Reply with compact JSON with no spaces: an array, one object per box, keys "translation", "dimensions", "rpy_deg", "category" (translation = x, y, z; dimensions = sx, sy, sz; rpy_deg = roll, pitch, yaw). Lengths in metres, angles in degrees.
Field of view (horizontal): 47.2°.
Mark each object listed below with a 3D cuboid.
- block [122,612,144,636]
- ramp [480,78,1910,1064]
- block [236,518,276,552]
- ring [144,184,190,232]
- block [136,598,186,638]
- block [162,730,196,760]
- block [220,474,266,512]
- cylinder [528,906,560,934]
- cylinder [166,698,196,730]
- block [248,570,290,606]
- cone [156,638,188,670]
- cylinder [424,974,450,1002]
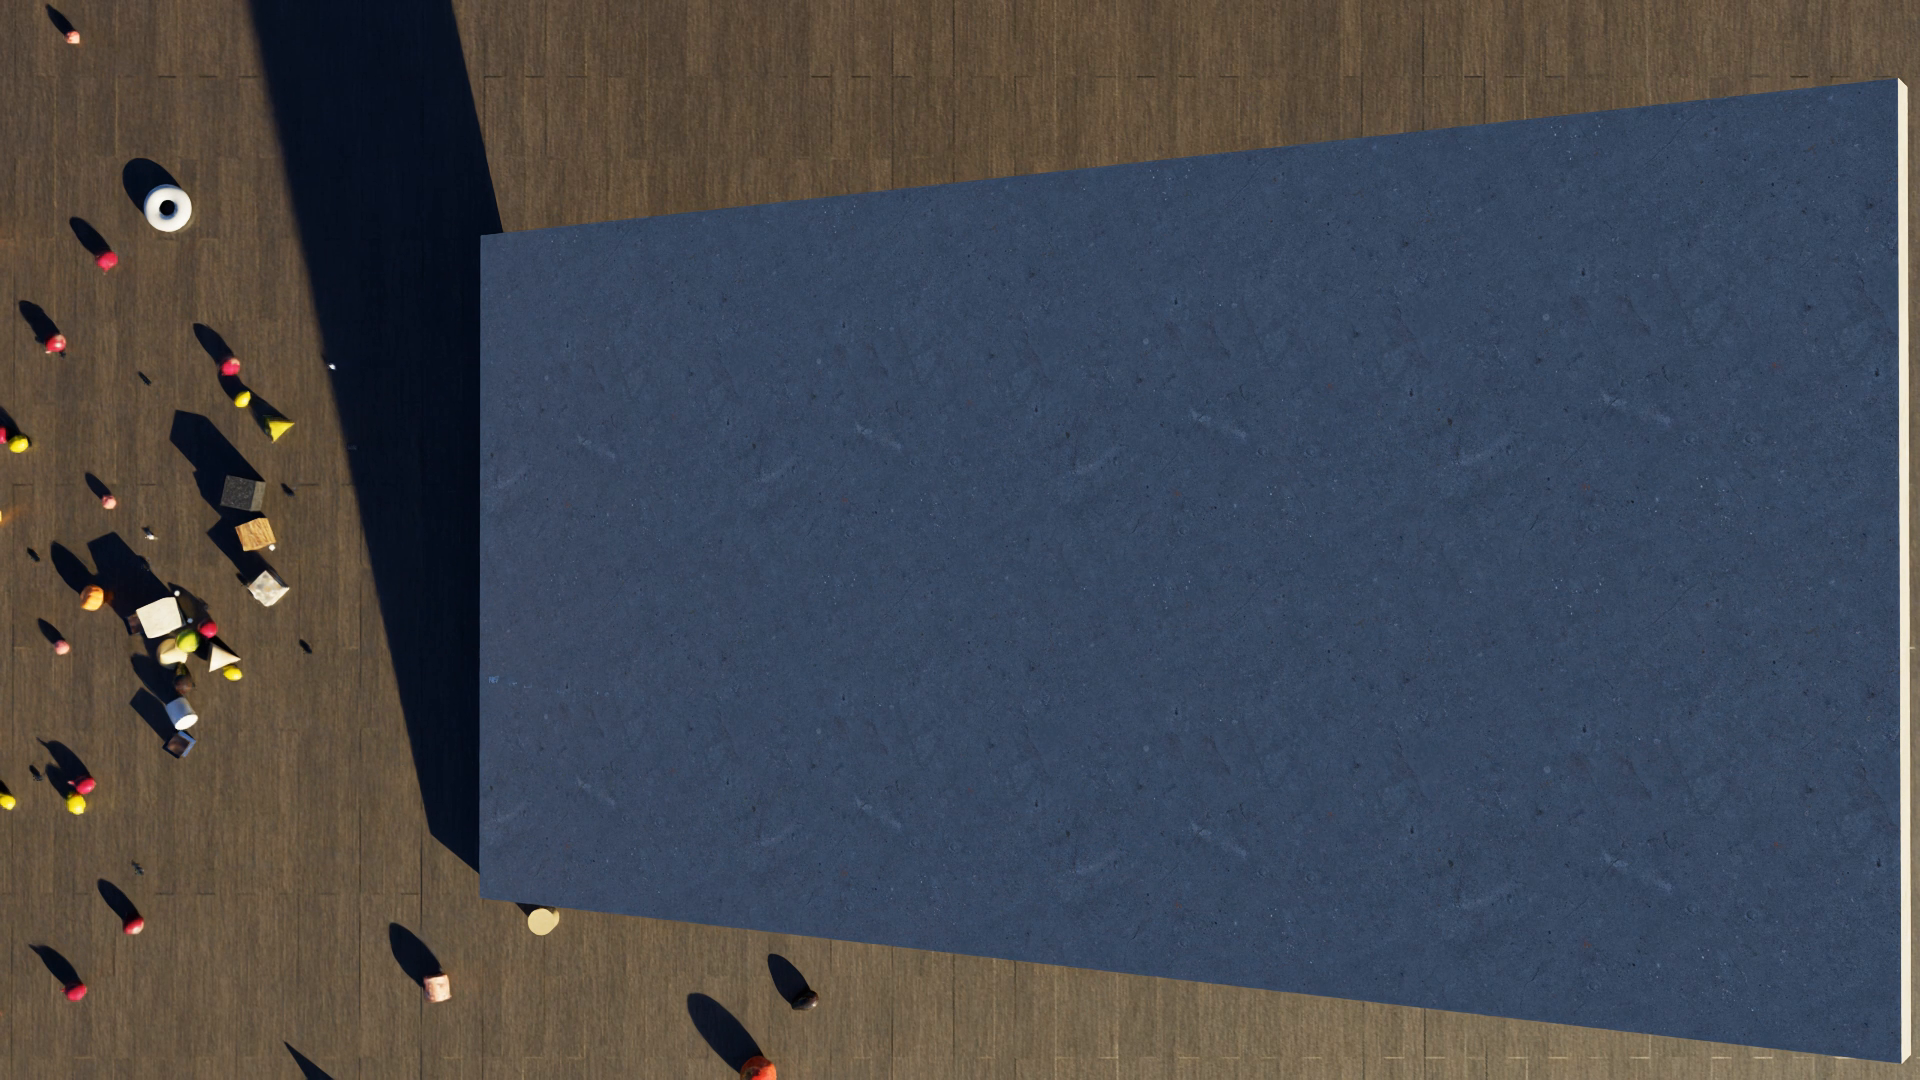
[{"translation":[-2.500,0.253,6.691],"dimensions":[0.058,0.058,0.058],"rpy_deg":[-20,90,0],"category":"block"},{"translation":[0.256,0.070,5.592],"dimensions":[4.000,0.100,2.000],"rpy_deg":[0,89,33],"category":"ramp"},{"translation":[-2.140,-0.016,6.684],"dimensions":[0.078,0.078,0.078],"rpy_deg":[-21,90,0],"category":"block"},{"translation":[-2.417,-1.014,6.708],"dimensions":[0.144,0.048,0.144],"rpy_deg":[0,91,0],"category":"ring"},{"translation":[-2.423,0.235,6.674],"dimensions":[0.093,0.093,0.093],"rpy_deg":[-23,90,0],"category":"block"},{"translation":[-2.375,0.622,6.687],"dimensions":[0.061,0.061,0.061],"rpy_deg":[34,90,0],"category":"block"},{"translation":[-2.176,-0.141,6.677],"dimensions":[0.093,0.093,0.093],"rpy_deg":[12,90,0],"category":"block"},{"translation":[-1.263,1.152,6.673],"dimensions":[0.080,0.080,0.080],"rpy_deg":[0,90,0],"category":"cylinder"},{"translation":[-2.364,0.526,6.674],"dimensions":[0.069,0.069,0.069],"rpy_deg":[-28,60,0],"category":"cylinder"},{"translation":[-2.099,0.145,6.683],"dimensions":[0.076,0.076,0.076],"rpy_deg":[-45,90,0],"category":"block"},{"translation":[-2.409,0.347,6.671],"dimensions":[0.096,0.096,0.096],"rpy_deg":[0,90,0],"category":"cone"},{"translation":[-1.587,1.359,6.675],"dimensions":[0.072,0.072,0.072],"rpy_deg":[-9,87,0],"category":"cylinder"}]
